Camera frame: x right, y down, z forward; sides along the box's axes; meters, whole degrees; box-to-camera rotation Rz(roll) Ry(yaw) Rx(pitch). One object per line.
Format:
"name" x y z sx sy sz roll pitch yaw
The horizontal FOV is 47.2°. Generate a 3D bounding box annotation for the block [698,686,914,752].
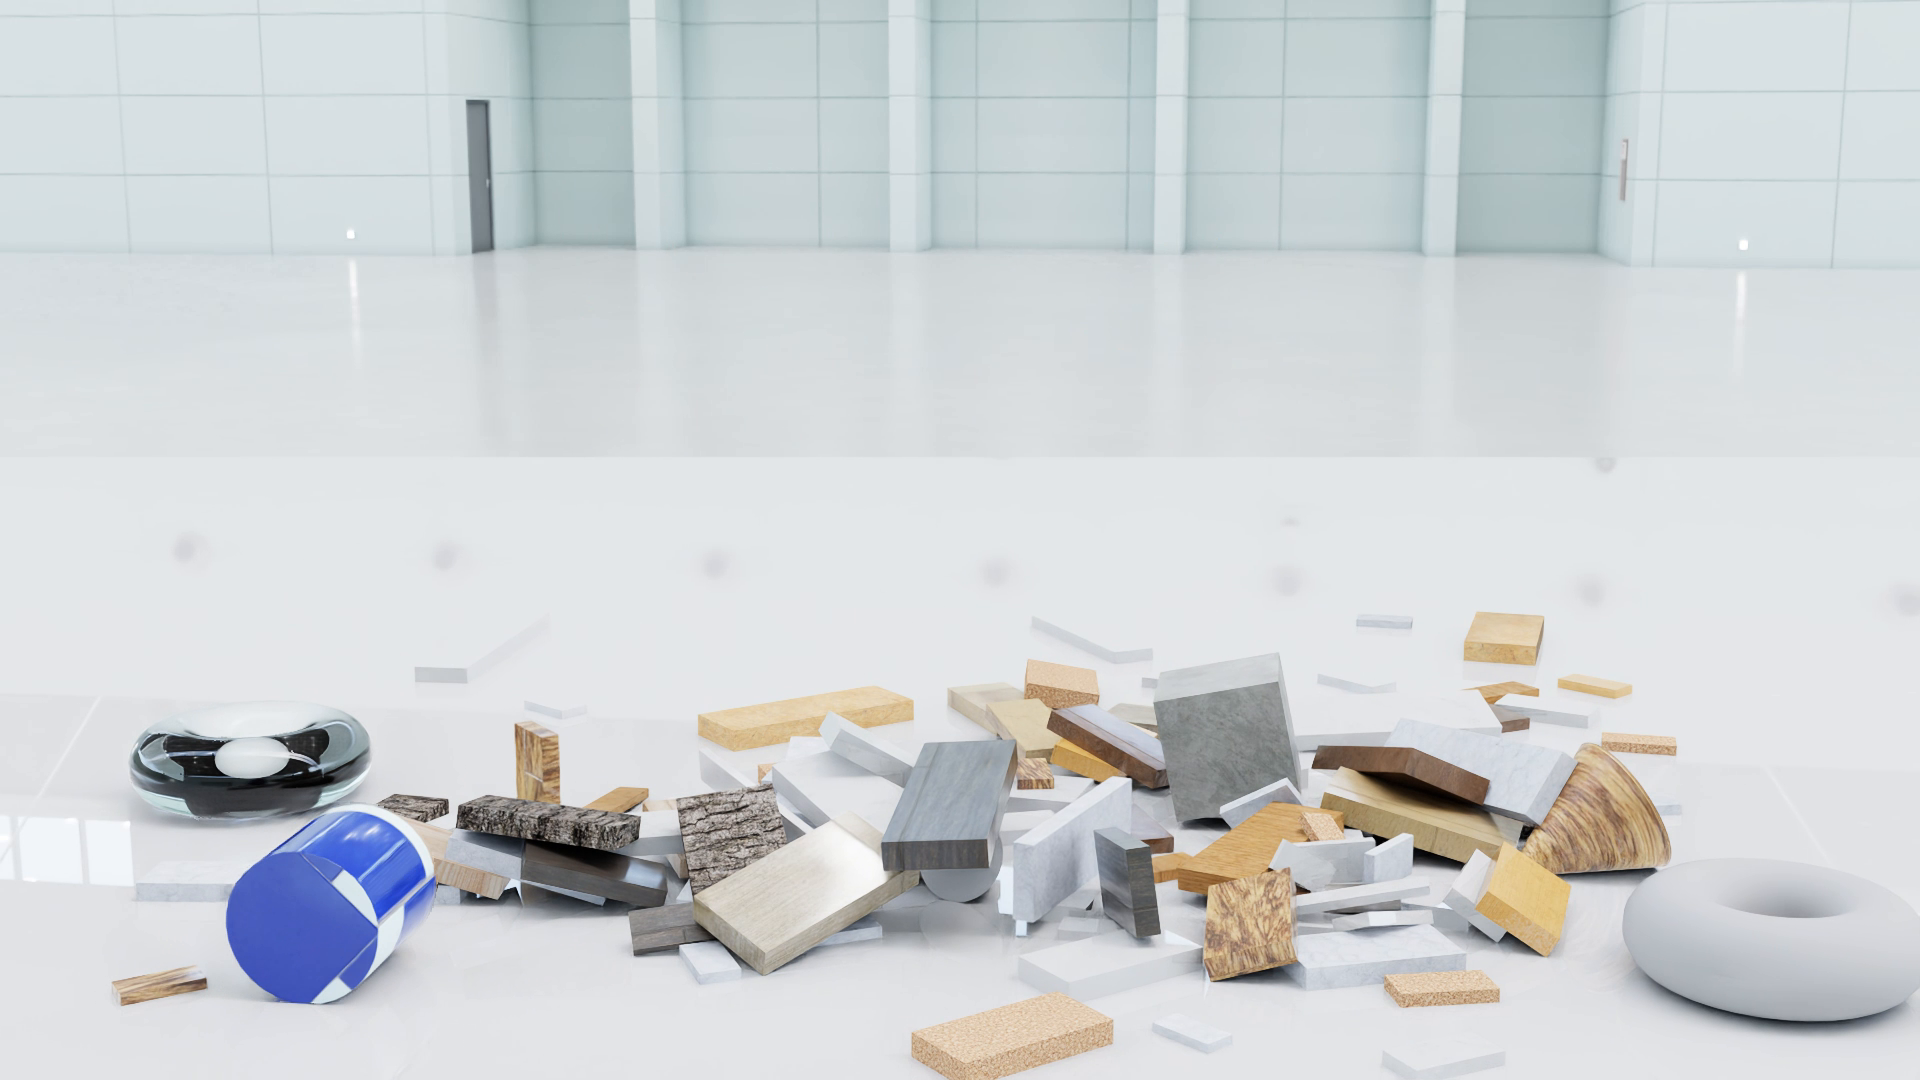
"block" -0.326 0.378 4.690 0.440 0.044 0.157 -7 13 -34

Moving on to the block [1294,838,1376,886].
"block" 0.617 0.530 3.627 0.134 0.067 0.019 -3 9 -4

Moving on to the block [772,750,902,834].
"block" -0.186 0.463 3.837 0.148 0.042 0.341 -12 25 -29

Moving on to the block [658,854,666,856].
"block" -0.499 0.542 3.877 0.122 0.017 0.061 7 13 34

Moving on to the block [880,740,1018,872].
"block" -0.009 0.433 3.655 0.165 0.047 0.555 -3 10 7

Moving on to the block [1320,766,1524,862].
"block" 0.812 0.492 3.871 0.335 0.047 0.167 16 15 16

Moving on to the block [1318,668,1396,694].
"block" 0.907 0.326 5.029 0.082 0.023 0.164 -8 13 -38

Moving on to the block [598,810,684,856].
"block" -0.533 0.502 3.762 0.234 0.033 0.117 -1 14 -21

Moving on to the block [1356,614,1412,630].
"block" 1.094 0.210 5.663 0.138 0.020 0.069 3 11 15

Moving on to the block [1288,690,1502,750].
"block" 0.878 0.375 4.585 0.477 0.039 0.137 -1 30 -10

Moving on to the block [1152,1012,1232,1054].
"block" 0.326 0.691 3.083 0.052 0.015 0.103 -10 14 -42

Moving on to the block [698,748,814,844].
"block" -0.320 0.487 3.821 0.017 0.061 0.642 -11 18 -27

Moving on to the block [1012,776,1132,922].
"block" 0.189 0.505 3.627 0.036 0.127 0.402 5 12 26

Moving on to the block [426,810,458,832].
"block" -0.923 0.518 4.007 0.063 0.018 0.127 6 12 29

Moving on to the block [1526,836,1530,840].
"block" 1.088 0.537 3.894 0.151 0.021 0.076 -5 12 -25

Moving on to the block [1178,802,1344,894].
"block" 0.512 0.523 3.715 0.134 0.038 0.348 5 16 34

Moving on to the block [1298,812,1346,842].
"block" 0.623 0.509 3.701 0.061 0.017 0.122 7 35 -30

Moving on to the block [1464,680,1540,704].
"block" 1.207 0.345 4.922 0.164 0.023 0.082 -6 12 -30

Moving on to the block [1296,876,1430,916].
"block" 0.569 0.575 3.495 0.351 0.015 0.052 -11 8 12

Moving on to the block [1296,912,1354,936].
"block" 0.555 0.612 3.497 0.146 0.019 0.067 2 11 10

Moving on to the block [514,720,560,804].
"block" -0.739 0.441 3.852 0.032 0.227 0.113 -7 13 -34

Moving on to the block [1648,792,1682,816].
"block" 1.166 0.499 4.102 0.347 0.021 0.073 -1 11 -8

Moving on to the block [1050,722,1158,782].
"block" 0.290 0.416 4.402 0.137 0.039 0.274 20 16 16

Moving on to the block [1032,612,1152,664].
"block" 0.324 0.241 5.467 0.105 0.030 0.446 -5 12 -24

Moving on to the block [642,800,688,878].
"block" -0.467 0.519 3.854 0.117 0.033 0.284 -1 14 -21

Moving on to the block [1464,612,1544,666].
"block" 1.343 0.241 5.421 0.167 0.047 0.353 3 11 17

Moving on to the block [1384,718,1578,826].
"block" 0.927 0.417 4.029 0.036 0.129 0.567 36 -9 -15

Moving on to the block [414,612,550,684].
"block" -1.157 0.257 5.364 0.126 0.036 0.601 1 11 8

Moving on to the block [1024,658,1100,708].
"block" 0.223 0.323 4.856 0.157 0.044 0.314 10 7 1

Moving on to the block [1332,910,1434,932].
"block" 0.660 0.595 3.427 0.149 0.021 0.075 6 -20 -38

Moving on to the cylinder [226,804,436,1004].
"cylinder" -0.939 0.542 3.296 0.231 0.231 0.231 1 11 7

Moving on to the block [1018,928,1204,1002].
"block" 0.227 0.637 3.316 0.254 0.036 0.127 -7 13 -33

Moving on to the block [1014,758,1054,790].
"block" 0.135 0.443 4.165 0.069 0.020 0.139 -1 11 -5

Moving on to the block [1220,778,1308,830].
"block" 0.540 0.478 3.913 0.139 0.069 0.020 -28 25 25

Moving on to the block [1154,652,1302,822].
"block" 0.498 0.362 4.074 0.228 0.228 0.228 -10 9 10

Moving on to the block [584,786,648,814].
"block" -0.647 0.492 4.075 0.059 0.017 0.270 2 5 10

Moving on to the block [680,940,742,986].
"block" -0.380 0.642 3.341 0.063 0.018 0.127 -4 11 -21

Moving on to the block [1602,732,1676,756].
"block" 1.398 0.420 4.529 0.146 0.021 0.073 3 11 15

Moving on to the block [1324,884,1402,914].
"block" 0.647 0.582 3.537 0.122 0.017 0.061 -3 39 14

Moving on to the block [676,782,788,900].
"block" -0.365 0.521 3.610 0.165 0.047 0.330 -8 28 -9

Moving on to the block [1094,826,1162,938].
"block" 0.261 0.534 3.454 0.038 0.134 0.268 -7 0 -7

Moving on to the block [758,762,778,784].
"block" -0.295 0.474 4.198 0.126 0.036 0.251 -4 11 -19

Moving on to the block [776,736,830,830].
"block" -0.249 0.444 3.996 0.148 0.042 0.295 1 22 2

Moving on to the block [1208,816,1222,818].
"block" 0.479 0.495 4.061 0.121 0.017 0.060 -4 12 44

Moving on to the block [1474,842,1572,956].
"block" 0.901 0.570 3.511 0.129 0.036 0.257 34 19 11

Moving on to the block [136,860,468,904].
"block" -1.089 0.572 3.678 0.536 0.032 0.113 0 11 1

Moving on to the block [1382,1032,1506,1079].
"block" 0.659 0.705 2.994 0.149 0.021 0.075 -5 12 -25
